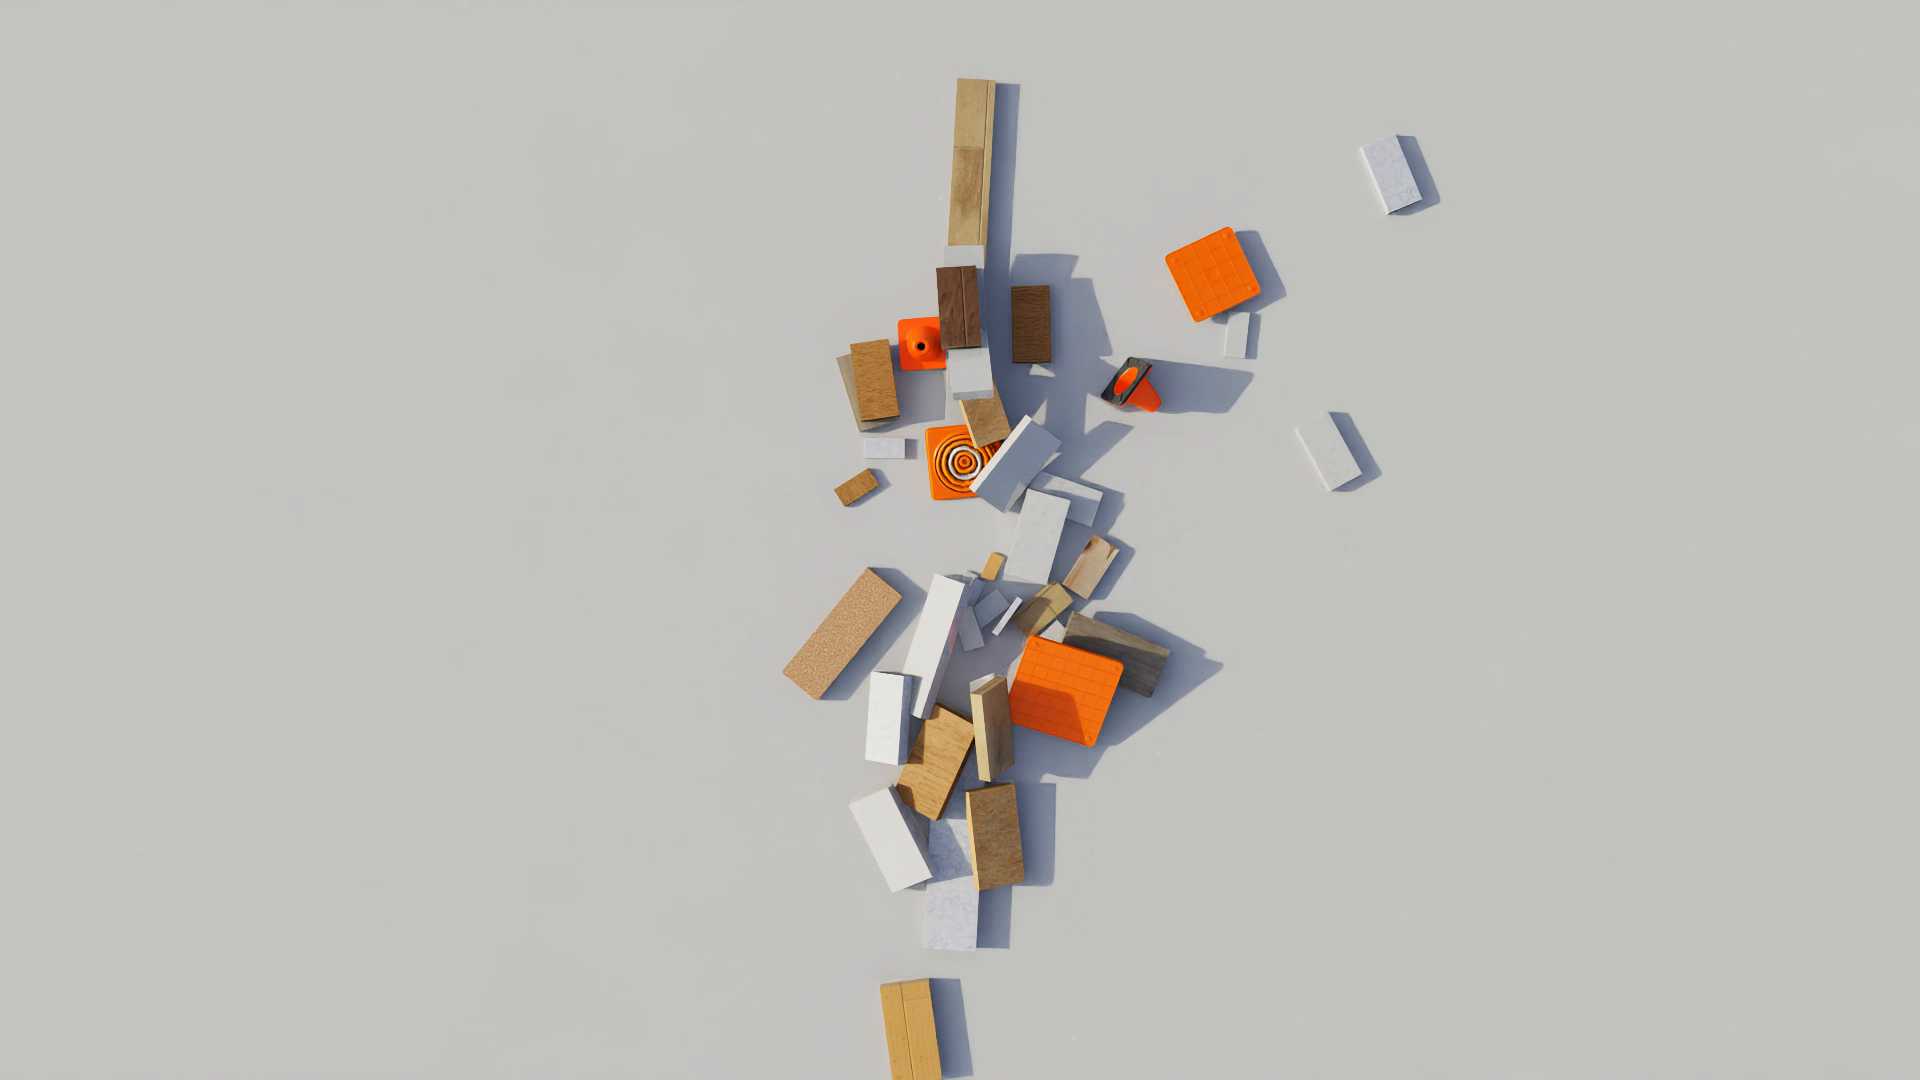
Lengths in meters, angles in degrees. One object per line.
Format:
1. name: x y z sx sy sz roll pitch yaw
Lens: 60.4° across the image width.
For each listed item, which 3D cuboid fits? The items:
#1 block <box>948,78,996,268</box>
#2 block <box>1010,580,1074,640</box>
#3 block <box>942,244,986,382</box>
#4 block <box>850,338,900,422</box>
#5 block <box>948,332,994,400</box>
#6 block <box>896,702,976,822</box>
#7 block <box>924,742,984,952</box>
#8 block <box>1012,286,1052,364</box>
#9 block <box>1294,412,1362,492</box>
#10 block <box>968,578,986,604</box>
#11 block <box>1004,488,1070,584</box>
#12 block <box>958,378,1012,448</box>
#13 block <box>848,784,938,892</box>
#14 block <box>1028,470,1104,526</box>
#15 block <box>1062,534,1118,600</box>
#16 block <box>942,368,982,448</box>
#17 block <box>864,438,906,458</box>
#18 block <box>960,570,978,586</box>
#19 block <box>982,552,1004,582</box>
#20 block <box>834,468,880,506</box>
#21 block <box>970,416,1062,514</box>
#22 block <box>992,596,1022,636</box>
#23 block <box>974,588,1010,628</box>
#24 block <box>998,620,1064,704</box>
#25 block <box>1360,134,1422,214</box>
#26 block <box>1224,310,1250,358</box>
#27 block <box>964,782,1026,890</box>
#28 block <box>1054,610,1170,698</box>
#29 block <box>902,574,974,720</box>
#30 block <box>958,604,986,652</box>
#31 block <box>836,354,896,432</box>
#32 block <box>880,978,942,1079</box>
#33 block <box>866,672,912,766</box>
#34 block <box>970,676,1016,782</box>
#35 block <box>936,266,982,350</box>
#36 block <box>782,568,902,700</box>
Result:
1. block: 0.031 -1.107 5.482 0.128 0.036 0.842 3 90 0
2. block: 0.271 0.229 5.486 0.197 0.028 0.099 -41 90 0
3. block: 0.017 -0.691 5.429 0.131 0.037 0.550 -2 101 -1
4. block: -0.281 -0.527 5.446 0.128 0.036 0.256 -8 90 0
5. block: 0.032 -0.563 5.322 0.131 0.037 0.262 -5 52 -1
6. block: -0.077 0.728 5.421 0.173 0.049 0.346 26 98 19
7. block: -0.015 0.989 5.476 0.173 0.049 0.734 3 90 0
8. block: 0.237 -0.716 5.482 0.126 0.036 0.252 -2 90 0
9. block: 1.224 -0.295 5.483 0.119 0.034 0.238 -29 90 0
10. block: 0.044 0.173 5.484 0.045 0.013 0.090 27 89 -26
11. block: 0.255 -0.012 5.458 0.146 0.041 0.292 16 98 0
12. block: 0.069 -0.440 5.377 0.126 0.036 0.252 -21 100 -13
13. block: -0.222 0.985 5.445 0.163 0.046 0.326 -27 90 25
14. block: 0.343 -0.140 5.483 0.238 0.034 0.119 19 90 0
15. block: 0.434 0.089 5.486 0.099 0.028 0.197 33 90 0
16. block: 0.015 -0.435 5.439 0.126 0.036 0.252 3 105 -3
17. block: -0.250 -0.305 5.490 0.135 0.019 0.068 1 90 0
18. block: 0.021 0.151 5.494 0.045 0.013 0.090 25 90 0
19. block: 0.107 0.090 5.494 0.045 0.013 0.090 24 90 0
20. block: -0.345 -0.175 5.490 0.135 0.019 0.068 -32 90 0
21. block: 0.182 -0.247 5.424 0.152 0.043 0.303 34 97 -35
22. block: 0.157 0.251 5.464 0.020 0.072 0.143 35 90 0
23. block: 0.089 0.234 5.490 0.143 0.020 0.072 -38 90 0
24. block: 0.225 0.425 5.486 0.360 0.028 0.099 -43 90 0
25. block: 1.432 -1.217 5.483 0.119 0.034 0.238 -22 90 0
26. block: 0.922 -0.683 5.490 0.068 0.019 0.151 6 90 0
27. block: 0.114 0.977 5.442 0.163 0.046 0.326 -7 93 -20
28. block: 0.501 0.379 5.458 0.346 0.049 0.173 22 92 -5
29. block: -0.092 0.350 5.434 0.146 0.041 0.460 18 90 45
30. block: 0.029 0.290 5.472 0.072 0.020 0.143 -16 97 17
31. block: -0.311 -0.500 5.482 0.128 0.036 0.256 -18 90 0
32. block: -0.163 1.632 5.477 0.163 0.046 0.326 -8 90 0
33. block: -0.236 0.586 5.437 0.146 0.041 0.292 4 90 40
34. block: 0.108 0.617 5.385 0.043 0.152 0.303 6 110 34
35. block: -0.004 -0.753 5.340 0.131 0.037 0.262 -4 84 0
36. block: -0.391 0.312 5.479 0.152 0.043 0.448 39 90 0
